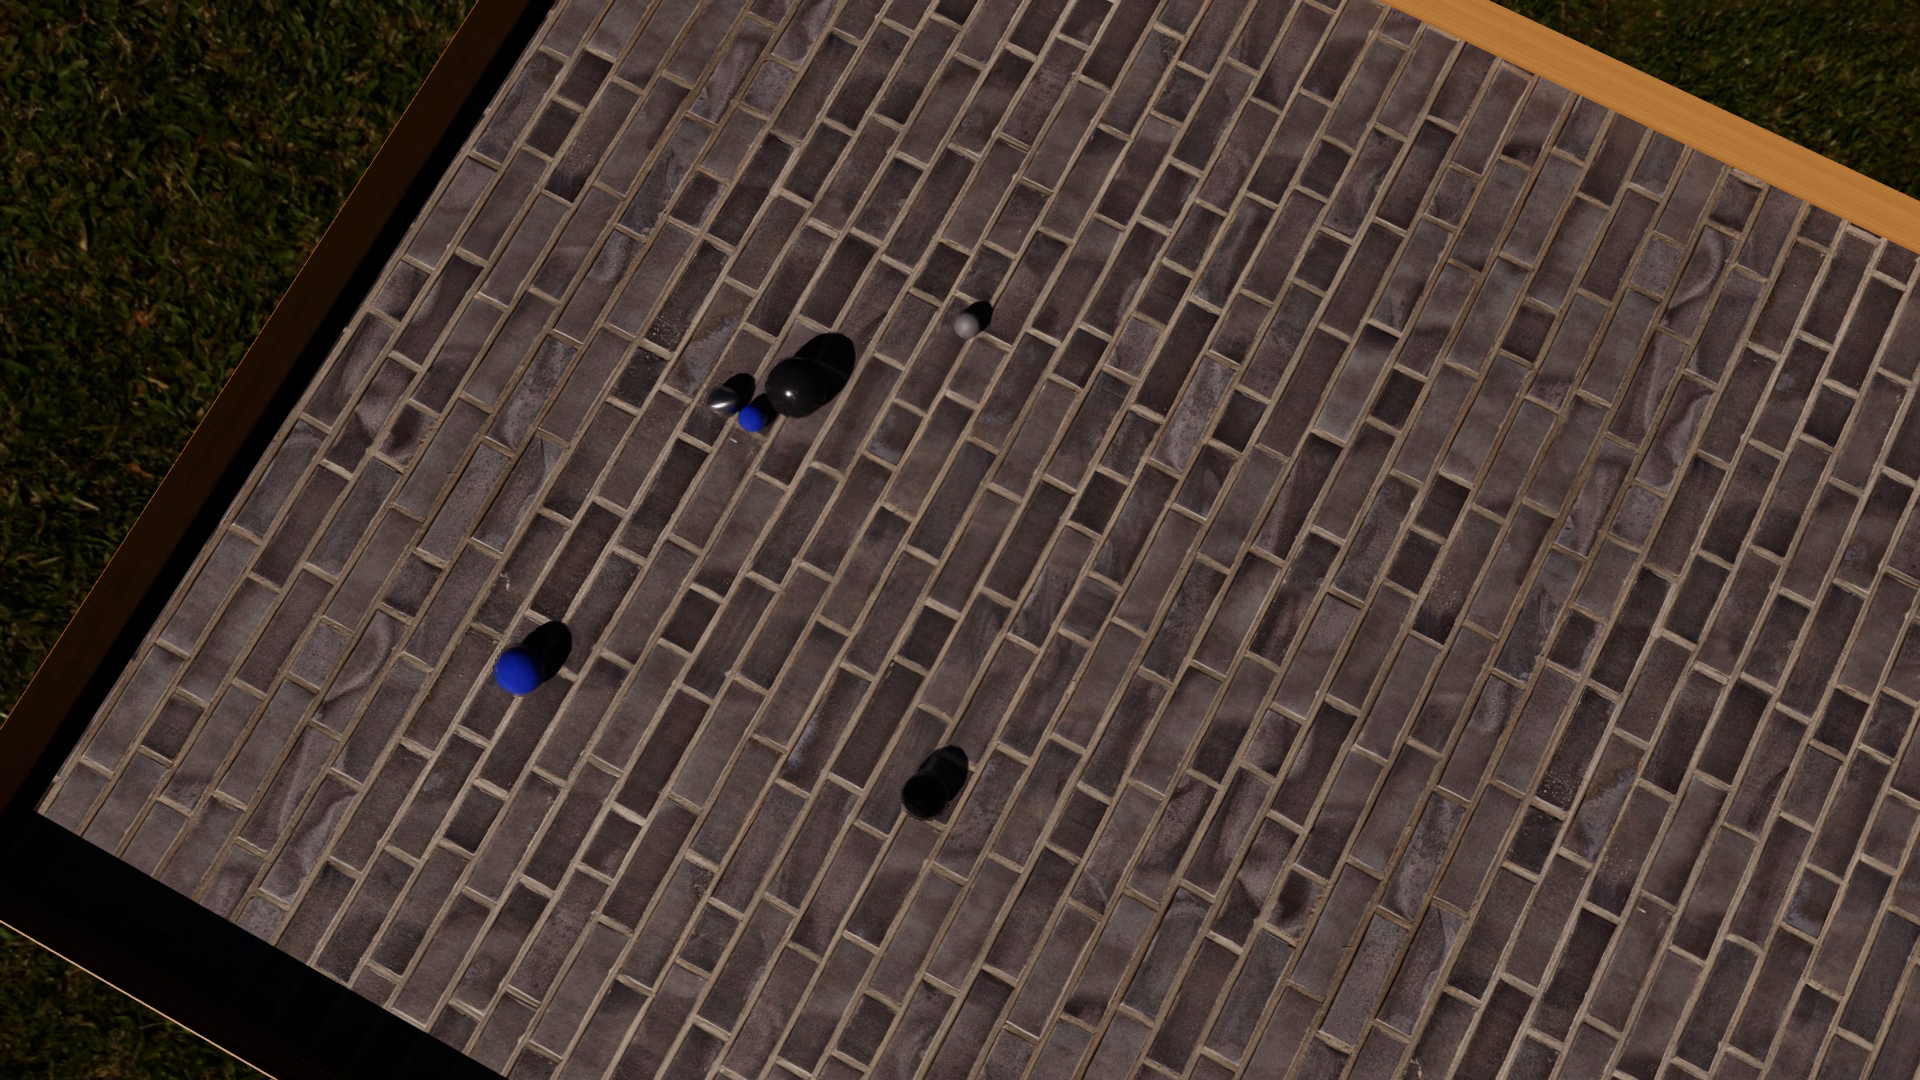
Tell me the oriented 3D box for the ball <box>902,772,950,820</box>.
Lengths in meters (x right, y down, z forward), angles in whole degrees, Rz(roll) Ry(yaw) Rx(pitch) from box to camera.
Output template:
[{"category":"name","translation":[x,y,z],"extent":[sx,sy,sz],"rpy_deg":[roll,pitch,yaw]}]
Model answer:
[{"category":"ball","translation":[-0.051,0.377,3.247],"extent":[0.070,0.070,0.070],"rpy_deg":[0,75,0]}]

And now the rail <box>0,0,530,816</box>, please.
[{"category":"rail","translation":[-0.932,-0.490,3.451],"extent":[0.045,0.124,2.312],"rpy_deg":[27,77,7]}]

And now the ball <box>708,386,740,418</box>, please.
[{"category":"ball","translation":[-0.367,-0.214,3.416],"extent":[0.051,0.051,0.051],"rpy_deg":[0,75,0]}]

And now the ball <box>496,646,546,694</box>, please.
[{"category":"ball","translation":[-0.657,0.195,3.294],"extent":[0.074,0.074,0.074],"rpy_deg":[0,75,0]}]

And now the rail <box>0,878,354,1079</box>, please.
[{"category":"rail","translation":[0.419,1.448,2.930],"extent":[4.322,0.124,0.045],"rpy_deg":[27,77,7]}]

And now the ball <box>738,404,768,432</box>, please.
[{"category":"ball","translation":[-0.321,-0.189,3.412],"extent":[0.045,0.045,0.045],"rpy_deg":[0,75,0]}]

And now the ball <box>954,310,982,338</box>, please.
[{"category":"ball","translation":[0.012,-0.338,3.453],"extent":[0.044,0.044,0.044],"rpy_deg":[0,75,0]}]

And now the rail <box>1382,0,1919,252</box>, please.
[{"category":"rail","translation":[1.487,-0.481,3.449],"extent":[4.322,0.124,0.045],"rpy_deg":[27,77,7]}]

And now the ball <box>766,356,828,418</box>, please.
[{"category":"ball","translation":[-0.253,-0.235,3.399],"extent":[0.096,0.096,0.096],"rpy_deg":[0,75,0]}]
